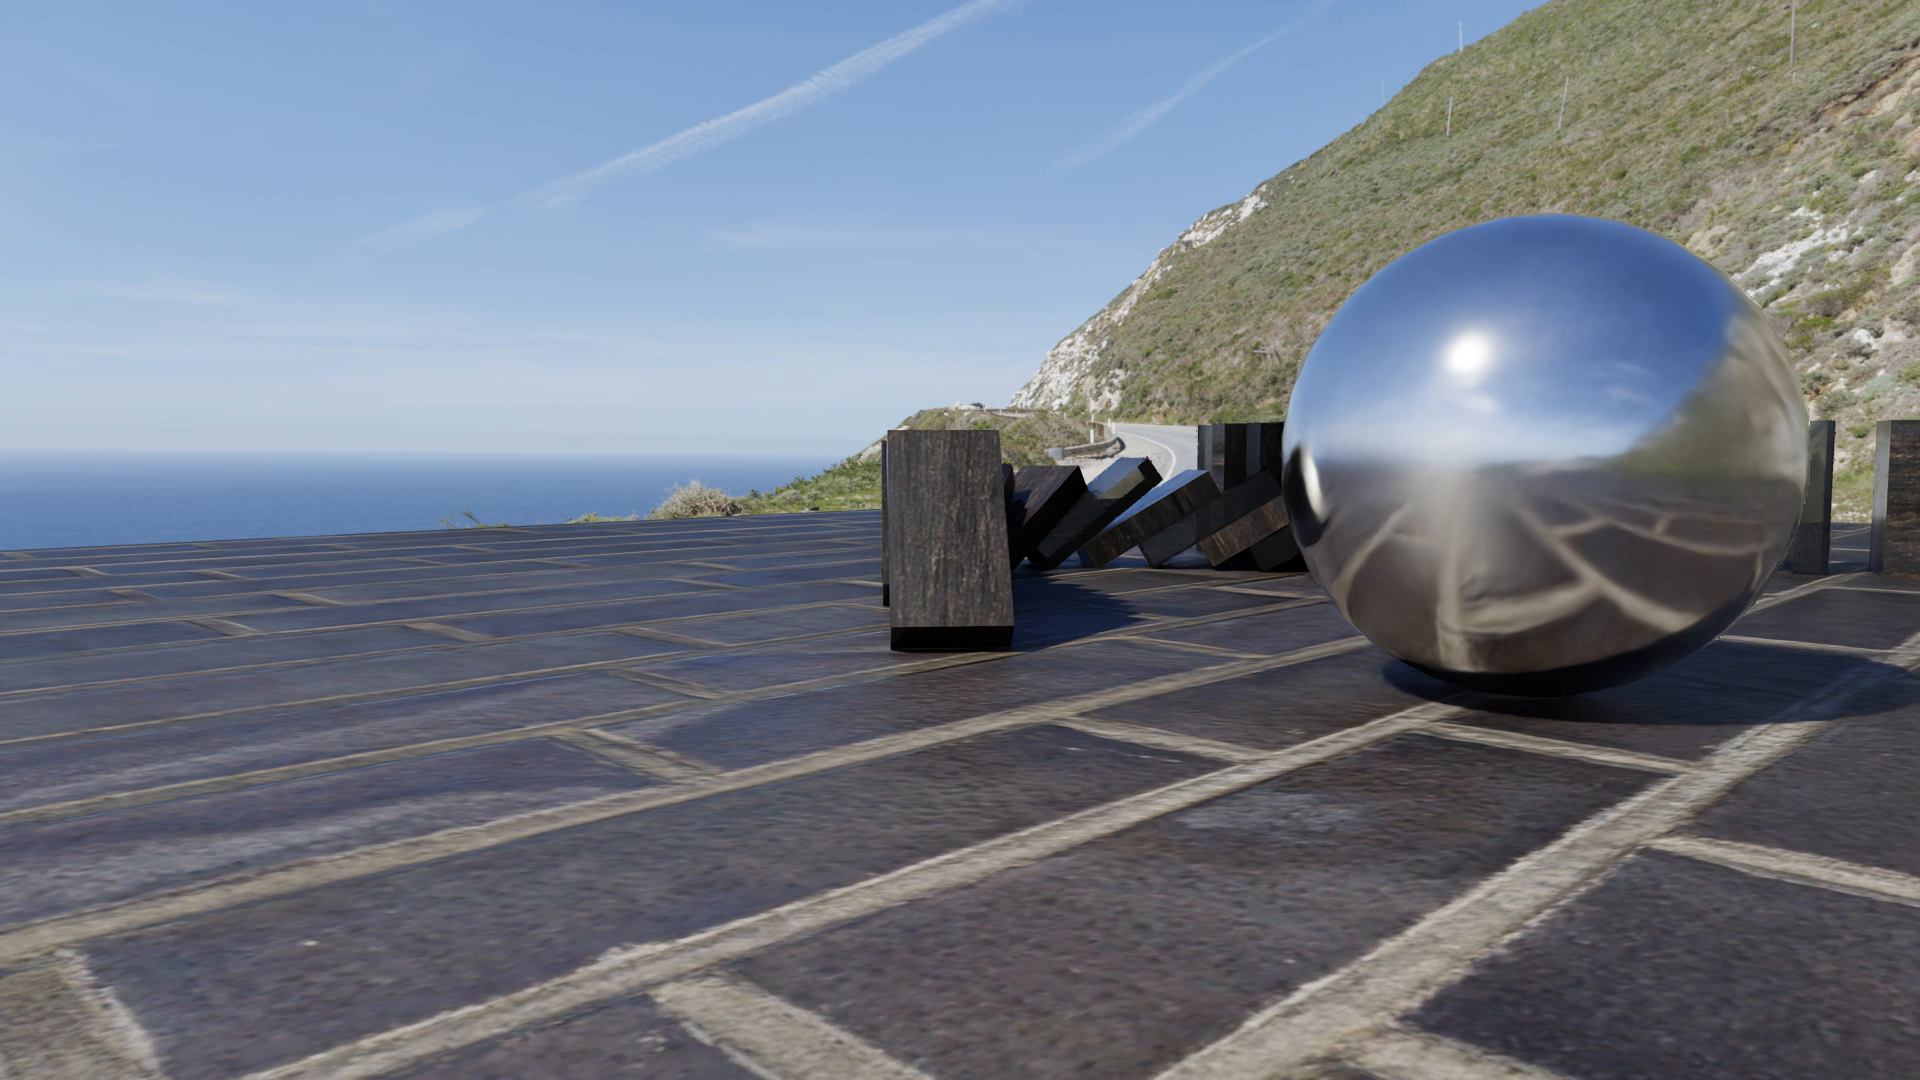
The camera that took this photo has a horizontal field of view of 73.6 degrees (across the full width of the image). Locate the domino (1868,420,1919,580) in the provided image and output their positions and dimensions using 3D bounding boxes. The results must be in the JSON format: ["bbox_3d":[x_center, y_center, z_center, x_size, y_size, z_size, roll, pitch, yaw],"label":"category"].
[{"bbox_3d":[0.303,-0.014,0.415,0.009,0.050,0.025,2,5,27],"label":"domino"}]

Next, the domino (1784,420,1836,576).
[{"bbox_3d":[0.282,-0.014,0.426,0.010,0.050,0.025,2,5,27],"label":"domino"}]

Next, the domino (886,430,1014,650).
[{"bbox_3d":[-0.003,-0.001,0.277,0.025,0.050,0.009,0,-33,-4],"label":"domino"}]

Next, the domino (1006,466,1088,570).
[{"bbox_3d":[0.021,-0.009,0.449,0.025,0.010,0.050,2,36,41],"label":"domino"}]

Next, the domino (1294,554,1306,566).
[{"bbox_3d":[0.146,0.004,0.452,0.050,0.010,0.025,-2,5,-22],"label":"domino"}]

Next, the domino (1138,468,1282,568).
[{"bbox_3d":[0.086,-0.008,0.443,0.050,0.009,0.025,-31,-2,11],"label":"domino"}]

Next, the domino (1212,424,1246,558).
[{"bbox_3d":[0.108,-0.019,0.483,0.025,0.050,0.009,-1,4,-17],"label":"domino"}]

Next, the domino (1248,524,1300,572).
[{"bbox_3d":[0.122,-0.006,0.432,0.050,0.010,0.025,-29,-2,12],"label":"domino"}]

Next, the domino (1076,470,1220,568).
[{"bbox_3d":[0.065,-0.008,0.451,0.050,0.009,0.025,-31,7,-4],"label":"domino"}]

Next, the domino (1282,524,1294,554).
[{"bbox_3d":[0.126,-0.020,0.503,0.010,0.050,0.025,2,5,19],"label":"domino"}]

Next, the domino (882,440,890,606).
[{"bbox_3d":[-0.009,-0.005,0.350,0.025,0.050,0.009,0,-38,-4],"label":"domino"}]

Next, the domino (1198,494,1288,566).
[{"bbox_3d":[0.106,-0.009,0.436,0.050,0.009,0.025,-31,-2,13],"label":"domino"}]

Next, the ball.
[{"bbox_3d":[0.095,-0.014,0.216,0.080,0.080,0.080,0,4,0],"label":"ball"}]

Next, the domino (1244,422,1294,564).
[{"bbox_3d":[0.116,-0.017,0.460,0.025,0.050,0.009,-1,4,-17],"label":"domino"}]

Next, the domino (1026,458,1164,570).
[{"bbox_3d":[0.045,-0.010,0.450,0.050,0.009,0.025,-39,13,-9],"label":"domino"}]

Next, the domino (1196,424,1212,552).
[{"bbox_3d":[0.107,-0.020,0.505,0.025,0.050,0.010,4,6,42],"label":"domino"}]

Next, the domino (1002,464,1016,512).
[{"bbox_3d":[0.001,-0.008,0.433,0.025,0.009,0.050,1,38,15],"label":"domino"}]
